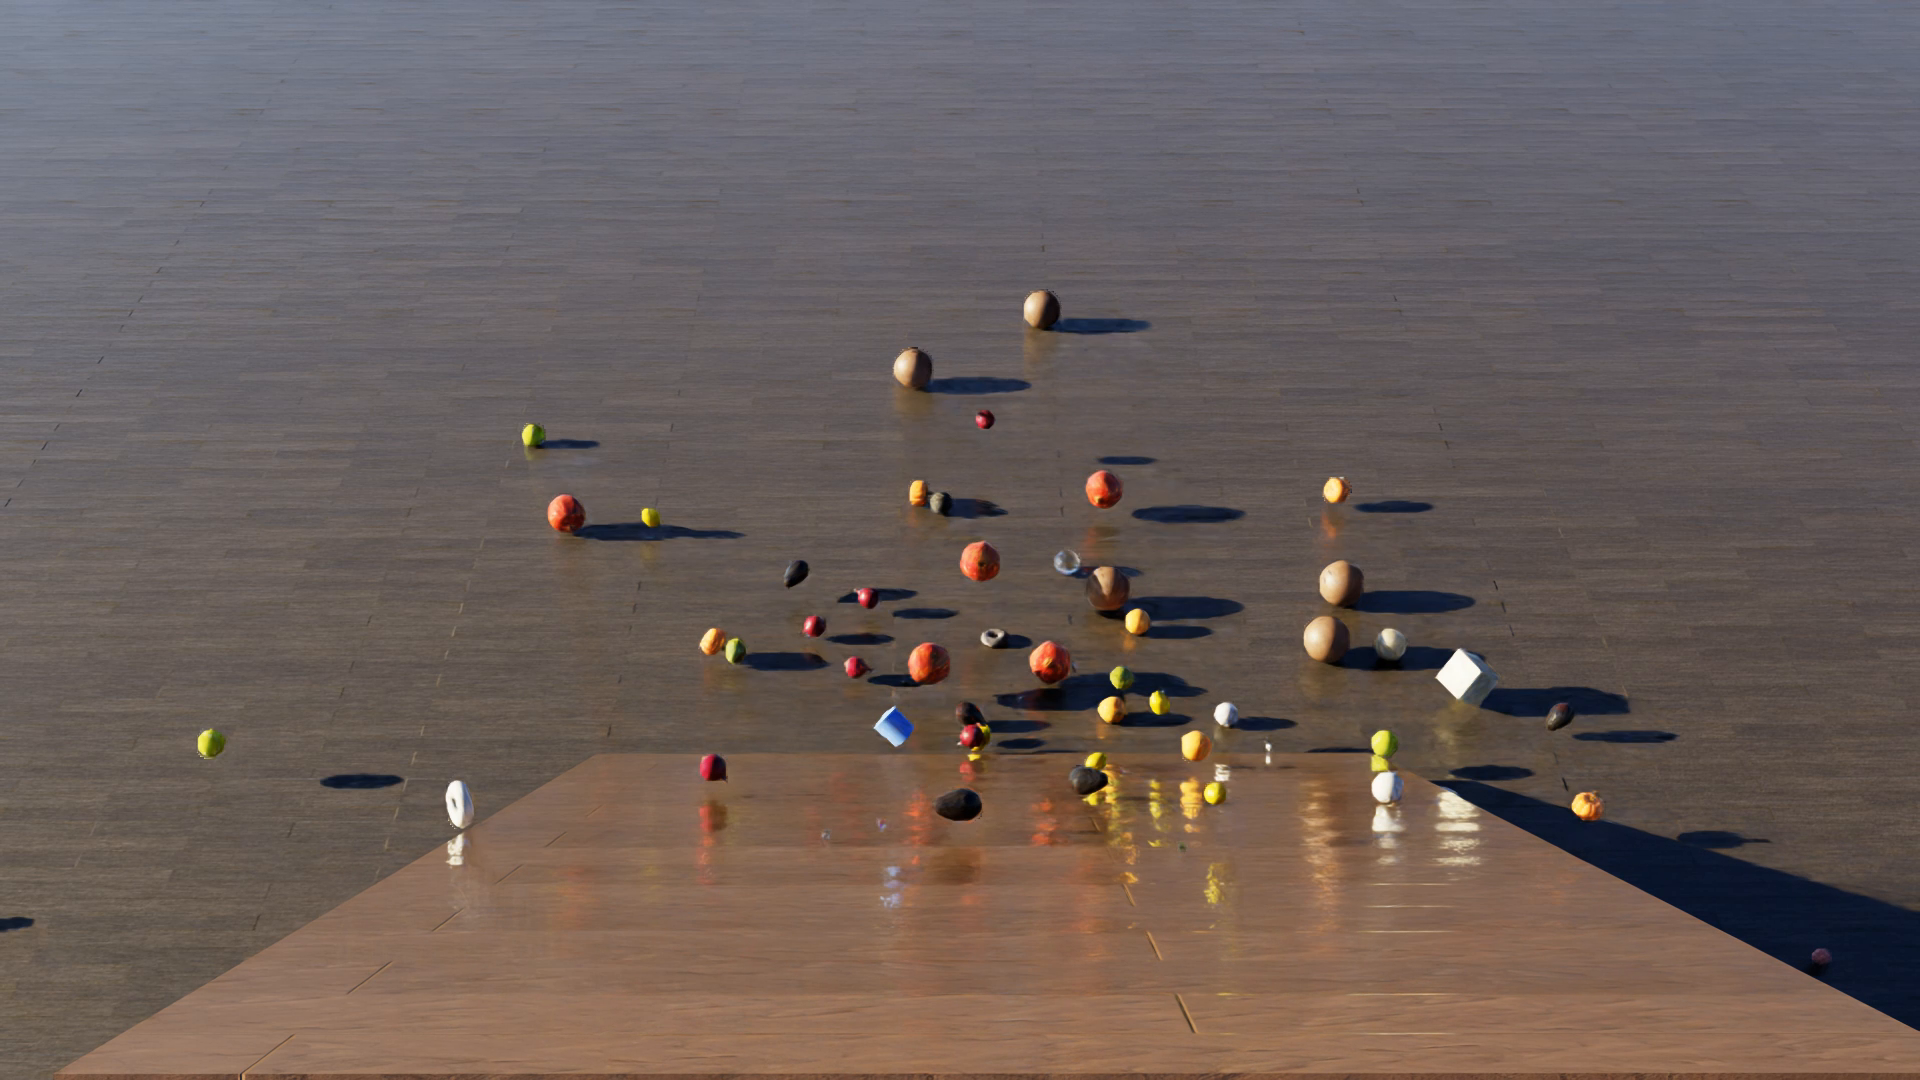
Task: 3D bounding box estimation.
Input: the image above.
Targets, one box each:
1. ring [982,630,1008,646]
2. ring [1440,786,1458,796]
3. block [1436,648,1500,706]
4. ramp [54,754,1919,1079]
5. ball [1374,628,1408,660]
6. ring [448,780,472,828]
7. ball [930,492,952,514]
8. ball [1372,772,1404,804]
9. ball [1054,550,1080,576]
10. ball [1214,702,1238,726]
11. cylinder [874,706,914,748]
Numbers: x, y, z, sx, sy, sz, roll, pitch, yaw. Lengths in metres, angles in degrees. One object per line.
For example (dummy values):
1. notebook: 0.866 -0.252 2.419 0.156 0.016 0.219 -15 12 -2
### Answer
1. ring: 0.098 0.276 7.279 0.078 0.026 0.078 -1 26 1
2. ring: 1.168 0.636 6.350 0.112 0.112 0.037 3 61 5
3. block: 1.371 0.372 6.979 0.099 0.099 0.099 19 23 -44
4. ramp: 0.067 0.599 4.658 2.000 0.100 4.000 0 0 0
5. ball: 1.196 0.291 7.189 0.090 0.090 0.090 0 30 0
6. ring: -0.989 0.523 5.116 0.031 0.094 0.094 -8 30 -28
7. ball: -0.058 -0.113 7.910 0.068 0.068 0.068 0 30 0
8. ball: 0.890 0.515 5.378 0.067 0.067 0.067 0 30 0
9. ball: 0.313 0.065 7.594 0.075 0.075 0.075 0 30 0
10. ball: 0.712 0.466 6.913 0.063 0.063 0.063 0 30 0
11. cylinder: -0.133 0.379 5.249 0.059 0.059 0.059 44 34 -7
